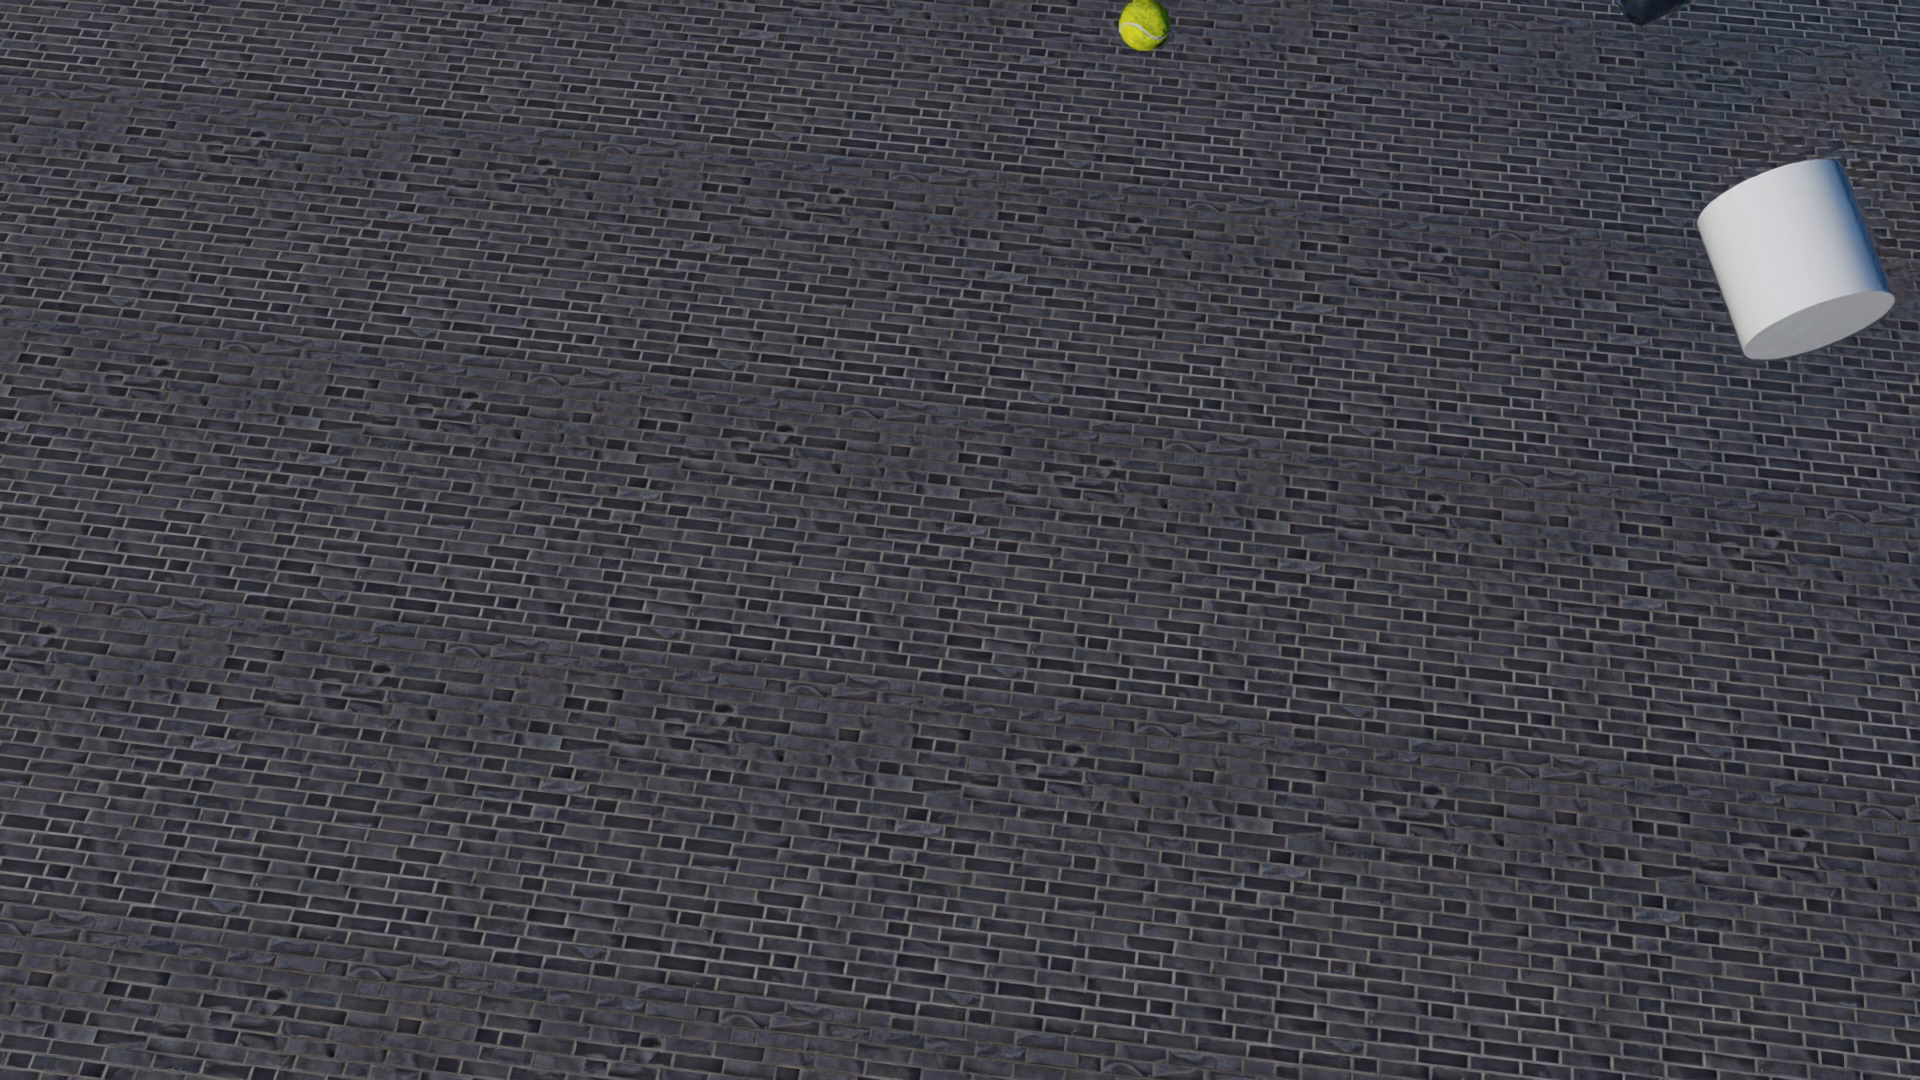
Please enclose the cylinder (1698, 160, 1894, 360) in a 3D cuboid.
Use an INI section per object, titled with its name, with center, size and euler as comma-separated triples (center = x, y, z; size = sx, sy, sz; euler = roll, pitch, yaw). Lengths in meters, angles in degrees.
[cylinder]
center = 1.706, -0.569, 4.497
size = 0.301, 0.346, 0.292
euler = -17, 74, 12
